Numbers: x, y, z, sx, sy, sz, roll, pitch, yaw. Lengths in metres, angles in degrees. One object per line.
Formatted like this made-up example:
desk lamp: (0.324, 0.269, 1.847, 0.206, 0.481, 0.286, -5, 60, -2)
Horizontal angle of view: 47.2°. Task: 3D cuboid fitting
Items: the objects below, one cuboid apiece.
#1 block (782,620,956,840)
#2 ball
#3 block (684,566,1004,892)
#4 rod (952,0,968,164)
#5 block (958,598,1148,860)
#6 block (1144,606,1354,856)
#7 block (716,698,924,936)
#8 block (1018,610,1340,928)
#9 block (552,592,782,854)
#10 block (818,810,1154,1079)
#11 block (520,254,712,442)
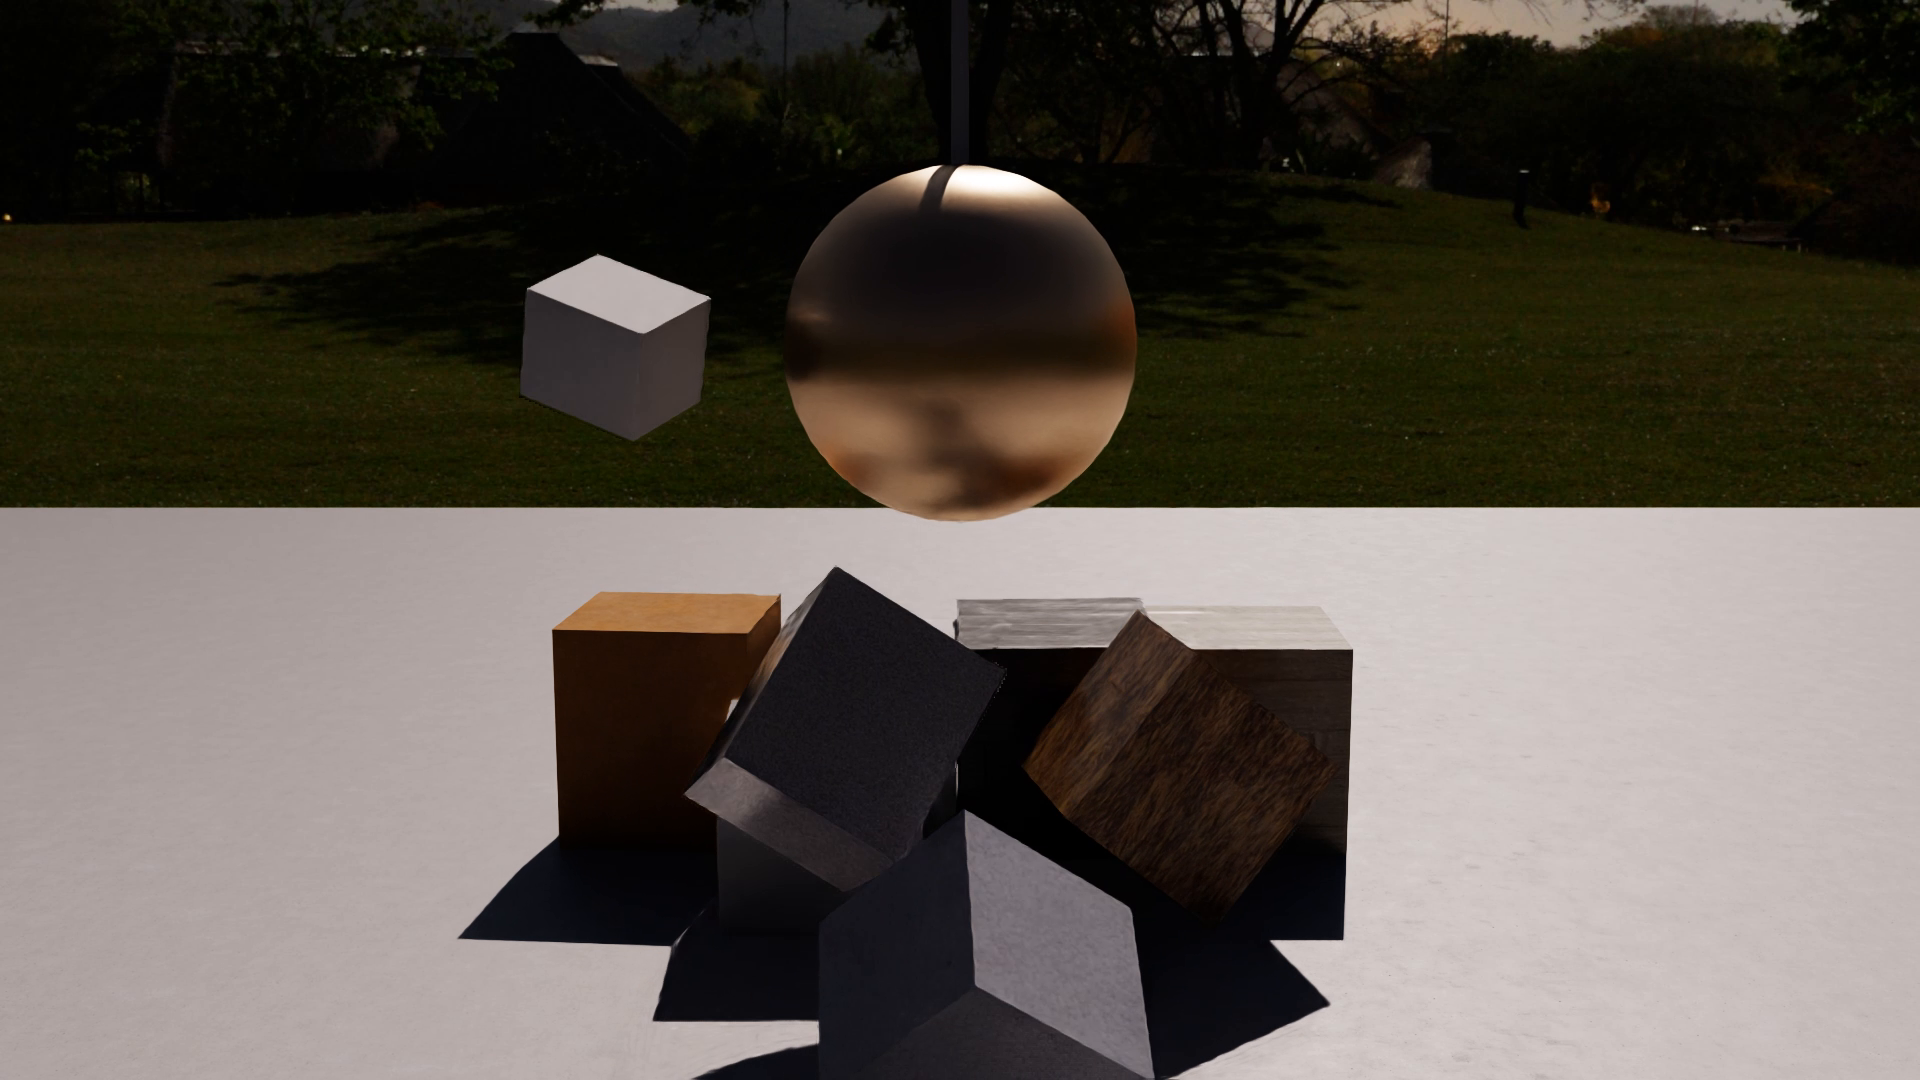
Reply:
block: (-0.480, 0.996, 11.372, 0.918, 0.972, 1.043, 0, 10, 0)
ball: (0.000, -0.878, 9.899, 1.600, 1.600, 1.600, 0, 10, 0)
block: (-0.445, 0.723, 8.191, 0.729, 0.819, 0.799, 32, -23, -6)
rod: (0.000, -4.278, 9.916, 0.080, 5.200, 0.080, 0, 0, 0)
block: (0.485, 0.948, 11.356, 0.984, 1.072, 1.179, 0, 10, -1)
block: (1.454, 0.960, 11.345, 0.937, 1.051, 1.020, 0, 10, 0)
block: (-0.627, 1.261, 10.165, 0.909, 0.818, 0.874, 0, 14, -1)
block: (0.981, 1.030, 10.074, 0.879, 0.914, 0.902, 38, 1, -16)
block: (-1.480, 0.921, 11.348, 0.977, 1.128, 0.930, 1, 10, 5)
block: (0.069, 1.536, 7.336, 0.786, 0.746, 0.735, 34, 31, -27)
block: (-1.550, -0.873, 9.895, 0.623, 0.527, 0.525, 22, 33, 20)
